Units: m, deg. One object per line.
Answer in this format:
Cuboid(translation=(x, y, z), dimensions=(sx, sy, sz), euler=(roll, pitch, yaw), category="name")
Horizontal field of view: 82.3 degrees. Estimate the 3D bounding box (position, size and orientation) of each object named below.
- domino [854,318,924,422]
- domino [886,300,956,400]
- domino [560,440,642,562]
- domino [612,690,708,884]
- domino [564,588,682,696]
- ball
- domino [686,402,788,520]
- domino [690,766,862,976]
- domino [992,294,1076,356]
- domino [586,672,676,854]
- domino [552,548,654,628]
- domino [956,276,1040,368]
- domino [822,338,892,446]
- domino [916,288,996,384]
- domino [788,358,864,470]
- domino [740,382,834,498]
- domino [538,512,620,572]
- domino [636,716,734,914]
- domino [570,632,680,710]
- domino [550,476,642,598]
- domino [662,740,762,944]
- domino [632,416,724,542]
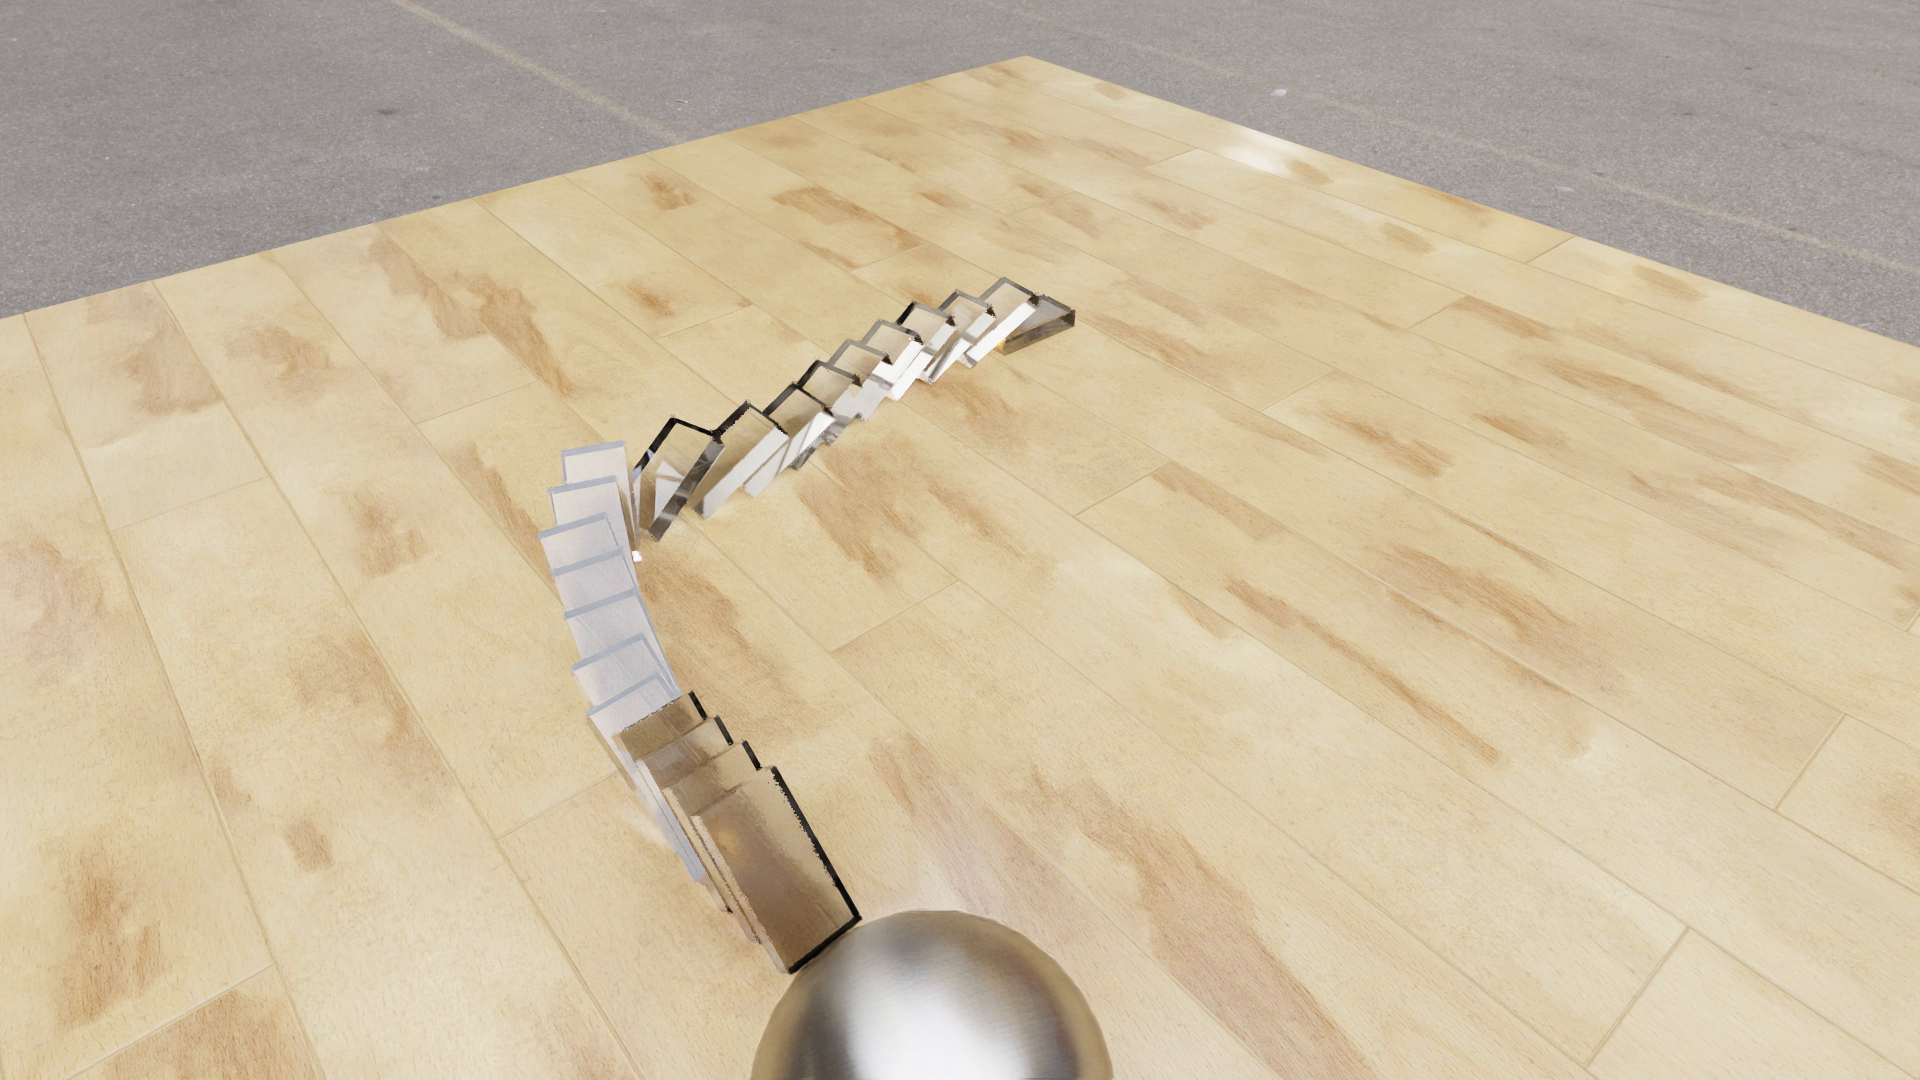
Cuboid(translation=(-0.042, -0.082, 0.528), dimensions=(0.025, 0.009, 0.050), euler=(25, 70, 29), category="domino")
Cuboid(translation=(-0.027, -0.094, 0.542), dimensions=(0.025, 0.009, 0.050), euler=(27, 70, 30), category="domino")
Cuboid(translation=(-0.144, -0.014, 0.442), dimensions=(0.025, 0.010, 0.050), euler=(-11, 68, -7), category="domino")
Cuboid(translation=(-0.079, 0.073, 0.328), dimensions=(0.025, 0.050, 0.009), euler=(-31, 4, -32), category="domino")
Cuboid(translation=(-0.113, 0.043, 0.375), dimensions=(0.025, 0.009, 0.050), euler=(-21, 69, -24), category="domino")
Cuboid(translation=(-0.006, 0.122, 0.239), dimensions=(0.080, 0.080, 0.080), euler=(0, 39, 0), category="ball")
Cuboid(translation=(-0.100, -0.035, 0.470), dimensions=(0.025, 0.009, 0.050), euler=(35, 75, 34), category="domino")
Cuboid(translation=(-0.051, 0.091, 0.306), dimensions=(0.025, 0.050, 0.010), euler=(-31, 4, -32), category="domino")
Cuboid(translation=(0.034, -0.115, 0.583), dimensions=(0.050, 0.009, 0.025), euler=(-28, 47, -30), category="domino")
Cuboid(translation=(-0.092, 0.069, 0.342), dimensions=(0.025, 0.010, 0.050), euler=(-31, 76, -32), category="domino")
Cuboid(translation=(-0.124, 0.030, 0.391), dimensions=(0.025, 0.010, 0.050), euler=(-20, 69, -22), category="domino")
Cuboid(translation=(0.014, -0.112, 0.565), dimensions=(0.050, 0.009, 0.025), euler=(-43, 52, -12), category="domino")
Cuboid(translation=(-0.056, -0.070, 0.513), dimensions=(0.025, 0.009, 0.050), euler=(26, 70, 28), category="domino")
Cuboid(translation=(-0.008, -0.103, 0.554), dimensions=(0.025, 0.010, 0.050), euler=(33, 72, 34), category="domino")
Cuboid(translation=(-0.069, -0.057, 0.498), dimensions=(0.025, 0.009, 0.050), euler=(26, 70, 28), category="domino")
Cuboid(translation=(-0.081, -0.044, 0.481), dimensions=(0.025, 0.009, 0.050), euler=(35, 75, 34), category="domino")
Cuboid(translation=(-0.135, 0.016, 0.406), dimensions=(0.025, 0.009, 0.050), euler=(-20, 70, -22), category="domino")
Cuboid(translation=(-0.070, 0.079, 0.321), dimensions=(0.025, 0.050, 0.009), euler=(-30, 3, -32), category="domino")
Cuboid(translation=(-0.103, 0.057, 0.358), dimensions=(0.025, 0.010, 0.050), euler=(-27, 71, -29), category="domino")
Cuboid(translation=(-0.141, 0.001, 0.424), dimensions=(0.025, 0.010, 0.050), euler=(-13, 69, -13), category="domino")
Cuboid(translation=(-0.061, 0.085, 0.313), dimensions=(0.025, 0.050, 0.009), euler=(-31, 4, -32), category="domino")
Cuboid(translation=(-0.123, -0.026, 0.459), dimensions=(0.025, 0.010, 0.050), euler=(21, 69, 24), category="domino")
